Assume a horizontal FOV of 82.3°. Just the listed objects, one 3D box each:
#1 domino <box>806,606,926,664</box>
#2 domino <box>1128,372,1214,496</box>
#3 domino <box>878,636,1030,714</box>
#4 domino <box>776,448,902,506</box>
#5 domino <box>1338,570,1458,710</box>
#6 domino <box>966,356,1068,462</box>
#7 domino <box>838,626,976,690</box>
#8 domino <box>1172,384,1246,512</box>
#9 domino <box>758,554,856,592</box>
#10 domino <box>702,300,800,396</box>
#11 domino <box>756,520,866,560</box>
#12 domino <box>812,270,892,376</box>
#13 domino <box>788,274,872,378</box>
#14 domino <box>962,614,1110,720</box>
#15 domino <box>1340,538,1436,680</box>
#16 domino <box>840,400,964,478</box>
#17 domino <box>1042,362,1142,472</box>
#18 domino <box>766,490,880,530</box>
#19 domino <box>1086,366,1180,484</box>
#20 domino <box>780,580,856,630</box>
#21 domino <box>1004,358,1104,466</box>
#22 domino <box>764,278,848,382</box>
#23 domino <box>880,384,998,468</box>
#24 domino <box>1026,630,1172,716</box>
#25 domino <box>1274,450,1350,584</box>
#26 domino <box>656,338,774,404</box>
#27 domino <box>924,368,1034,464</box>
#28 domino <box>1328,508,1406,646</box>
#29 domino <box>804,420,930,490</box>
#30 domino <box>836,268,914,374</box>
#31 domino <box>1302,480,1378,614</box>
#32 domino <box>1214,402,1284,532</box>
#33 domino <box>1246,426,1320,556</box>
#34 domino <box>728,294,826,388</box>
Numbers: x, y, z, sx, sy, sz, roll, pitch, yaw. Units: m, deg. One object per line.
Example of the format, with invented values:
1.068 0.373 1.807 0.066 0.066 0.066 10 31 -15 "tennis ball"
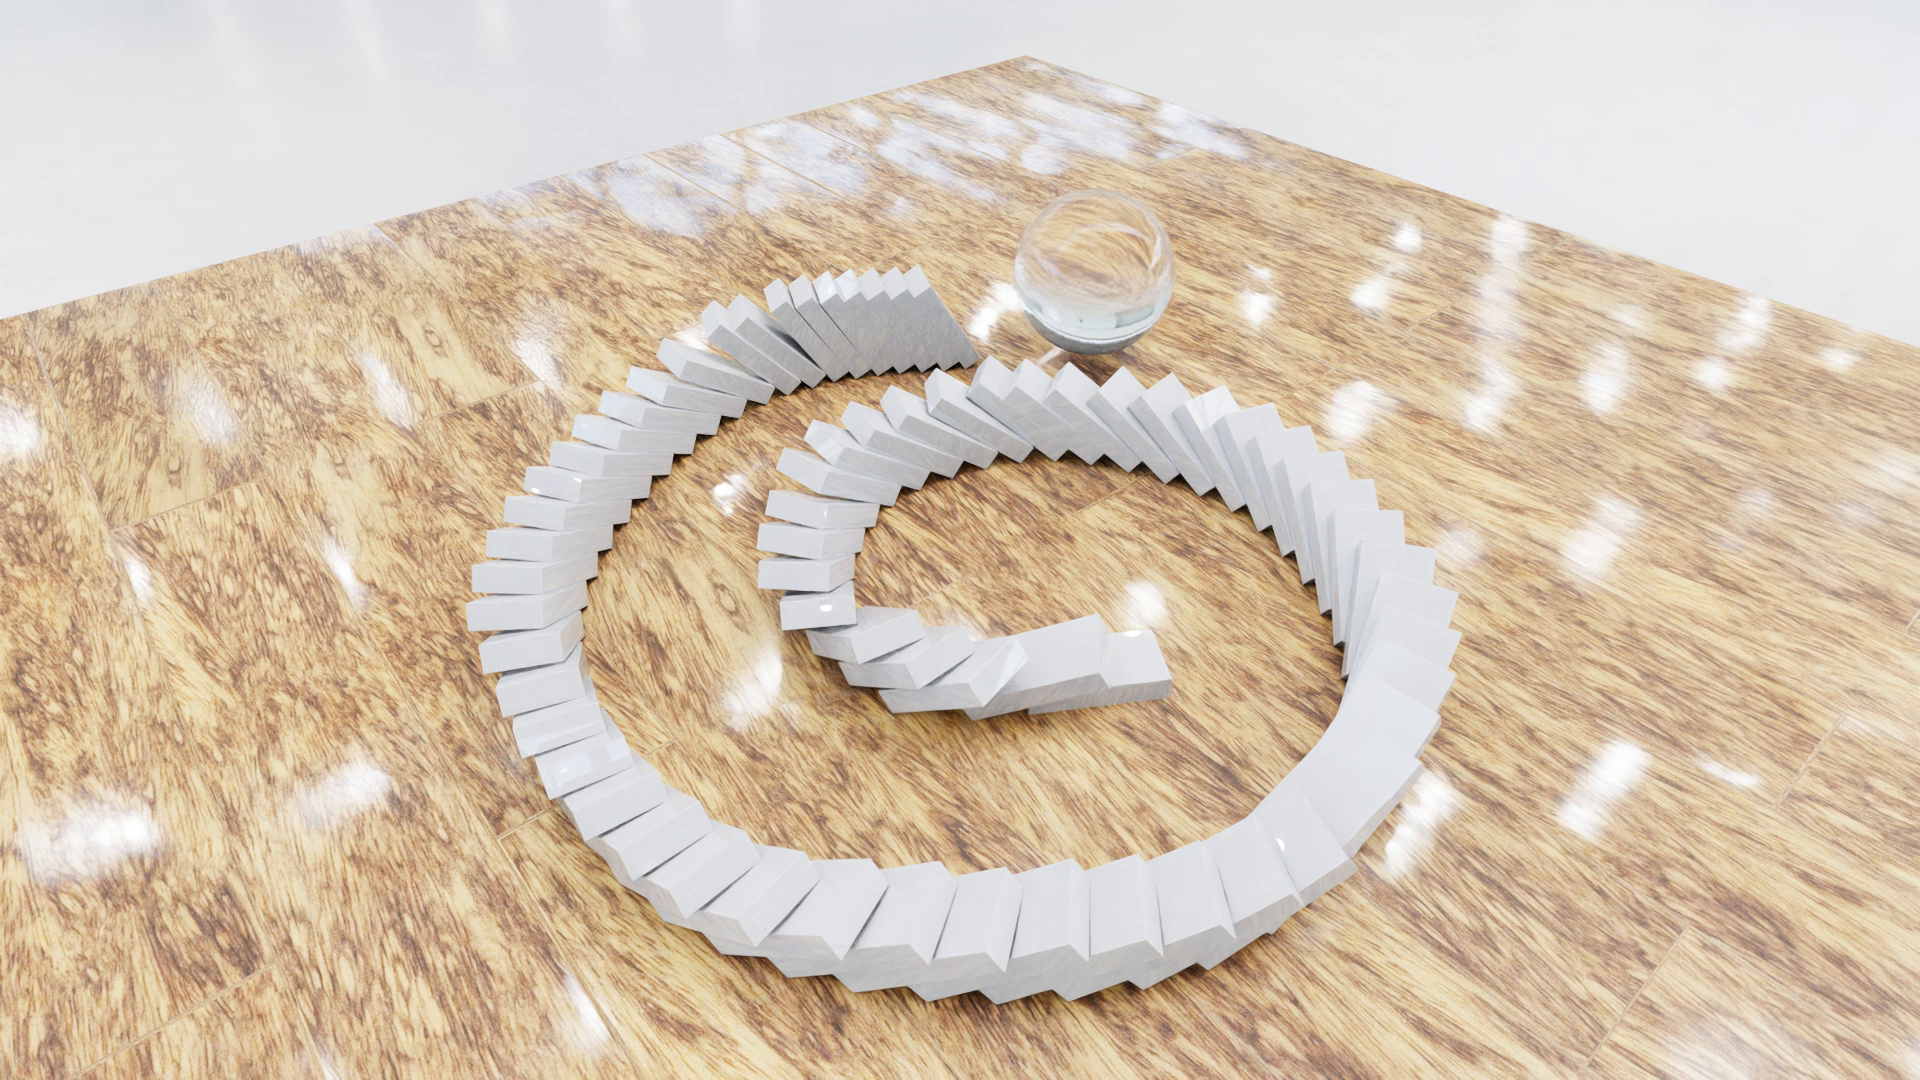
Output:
-0.034 0.032 0.382 0.025 0.009 0.050 -21 7 -24 "domino"
0.098 -0.046 0.478 0.025 0.009 0.050 -36 87 -36 "domino"
-0.003 0.045 0.365 0.025 0.010 0.050 -41 16 -36 "domino"
-0.049 -0.026 0.453 0.025 0.010 0.050 28 11 30 "domino"
0.150 0.038 0.376 0.025 0.009 0.050 18 77 20 "domino"
0.028 -0.059 0.494 0.050 0.010 0.025 35 38 -13 "domino"
-0.019 0.039 0.372 0.025 0.009 0.050 -31 11 -30 "domino"
0.115 -0.039 0.470 0.025 0.010 0.050 -24 81 -27 "domino"
-0.056 0.011 0.408 0.025 0.009 0.050 3 4 5 "domino"
-0.100 -0.092 0.529 0.010 0.050 0.025 -43 40 16 "domino"
-0.056 -0.001 0.423 0.025 0.009 0.050 9 5 11 "domino"
-0.053 -0.107 0.543 0.010 0.050 0.025 -33 41 9 "domino"
-0.064 -0.105 0.541 0.010 0.050 0.025 -33 41 9 "domino"
0.025 0.043 0.372 0.050 0.009 0.025 -17 41 21 "domino"
0.152 0.026 0.390 0.025 0.010 0.050 9 75 11 "domino"
-0.025 -0.043 0.474 0.050 0.010 0.025 16 24 -41 "domino"
0.062 -0.055 0.489 0.050 0.010 0.025 38 41 -10 "domino"
-0.054 -0.012 0.437 0.025 0.009 0.050 15 7 17 "domino"
0.081 -0.051 0.485 0.050 0.010 0.025 45 49 -1 "domino"
-0.050 0.023 0.394 0.025 0.009 0.050 -5 4 -6 "domino"
0.044 -0.057 0.492 0.050 0.010 0.025 35 38 -13 "domino"
-0.075 -0.103 0.539 0.009 0.050 0.025 -35 41 10 "domino"
-0.009 -0.049 0.482 0.050 0.010 0.025 20 27 -35 "domino"
0.046 0.046 0.387 0.050 0.010 0.025 -6 40 -7 "domino"
0.143 -0.009 0.434 0.025 0.009 0.050 -6 74 -8 "domino"
-0.115 -0.079 0.519 0.050 0.009 0.025 12 22 -47 "domino"
0.008 -0.055 0.489 0.050 0.010 0.025 26 31 -26 "domino"
0.151 0.014 0.405 0.025 0.009 0.050 2 74 2 "domino"
-0.039 -0.036 0.465 0.050 0.009 0.025 13 21 -47 "domino"
-0.042 -0.108 0.545 0.009 0.050 0.025 -33 41 9 "domino"
0.148 0.002 0.420 0.025 0.010 0.050 -2 73 -3 "domino"
0.128 -0.031 0.459 0.025 0.009 0.050 -15 76 -19 "domino"
0.137 -0.020 0.447 0.025 0.010 0.050 -10 75 -13 "domino"
-0.089 -0.096 0.535 0.010 0.050 0.025 -43 39 16 "domino"
